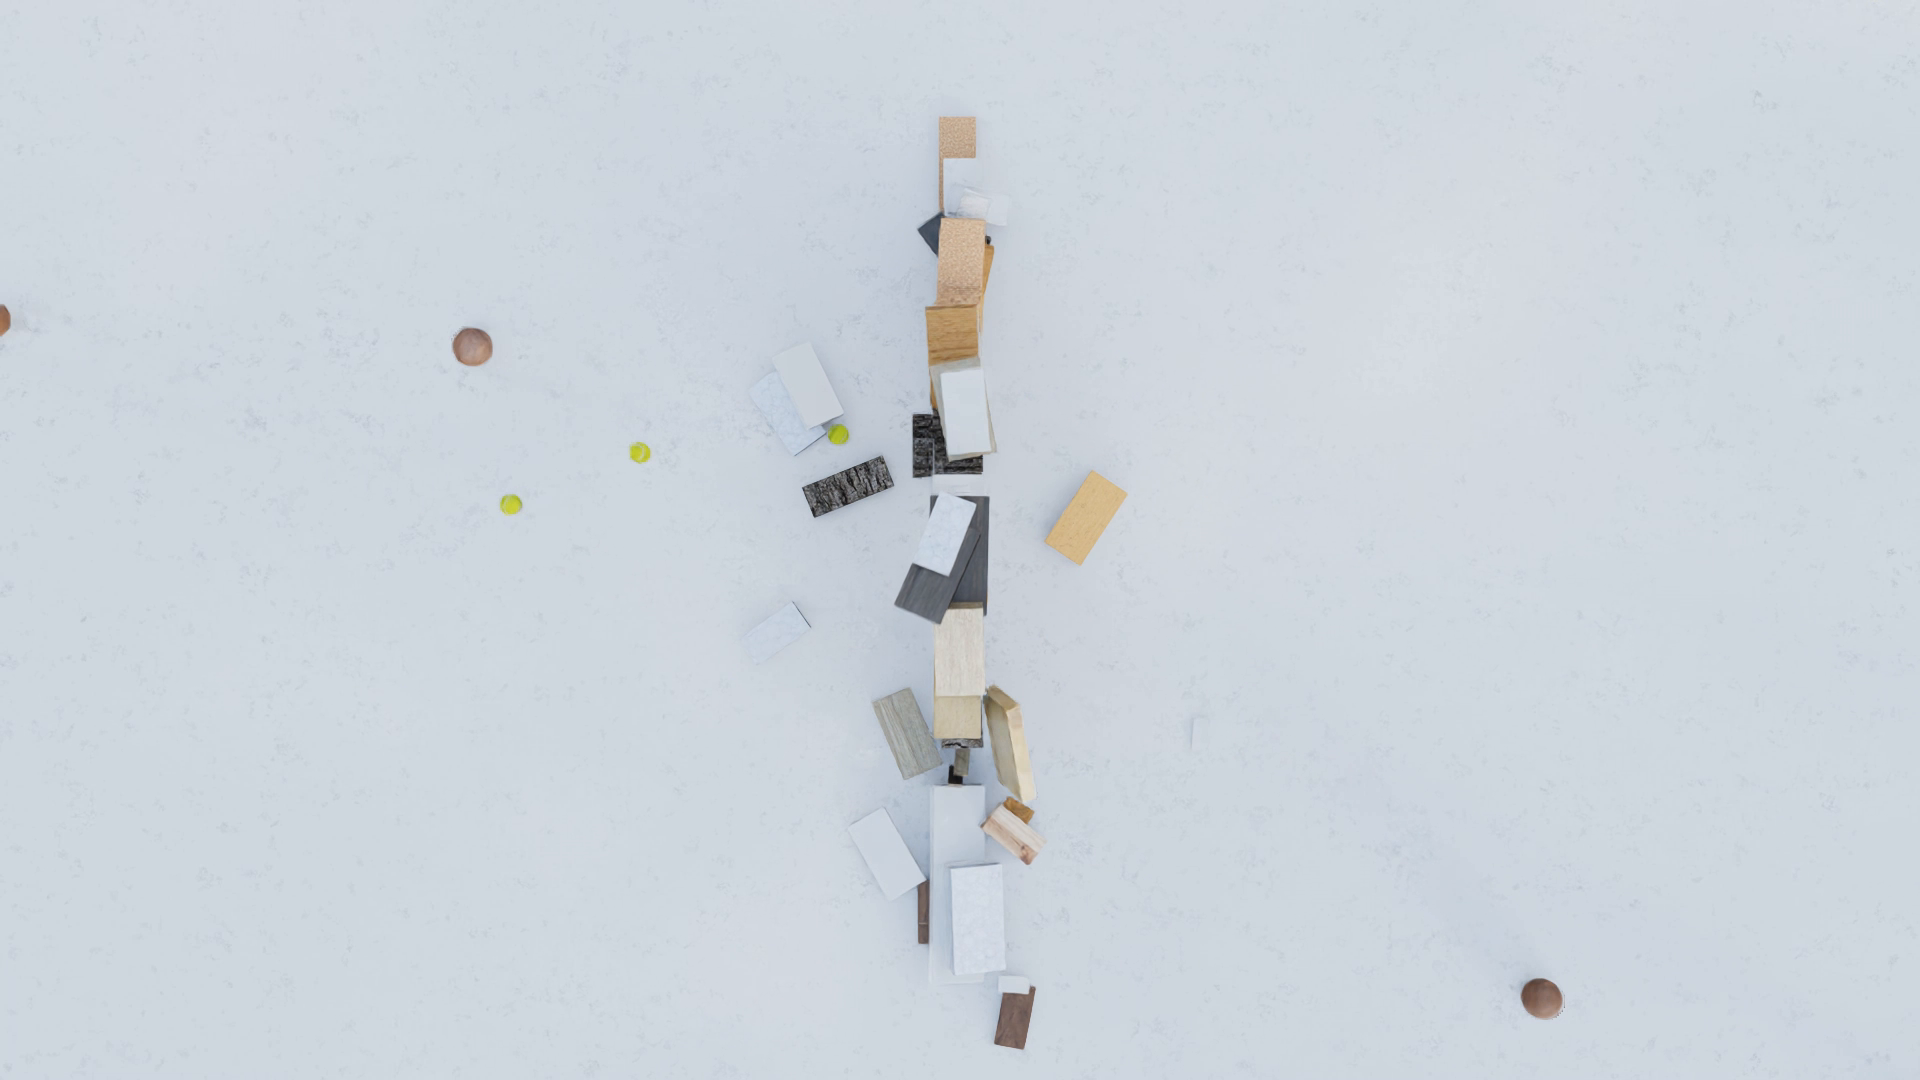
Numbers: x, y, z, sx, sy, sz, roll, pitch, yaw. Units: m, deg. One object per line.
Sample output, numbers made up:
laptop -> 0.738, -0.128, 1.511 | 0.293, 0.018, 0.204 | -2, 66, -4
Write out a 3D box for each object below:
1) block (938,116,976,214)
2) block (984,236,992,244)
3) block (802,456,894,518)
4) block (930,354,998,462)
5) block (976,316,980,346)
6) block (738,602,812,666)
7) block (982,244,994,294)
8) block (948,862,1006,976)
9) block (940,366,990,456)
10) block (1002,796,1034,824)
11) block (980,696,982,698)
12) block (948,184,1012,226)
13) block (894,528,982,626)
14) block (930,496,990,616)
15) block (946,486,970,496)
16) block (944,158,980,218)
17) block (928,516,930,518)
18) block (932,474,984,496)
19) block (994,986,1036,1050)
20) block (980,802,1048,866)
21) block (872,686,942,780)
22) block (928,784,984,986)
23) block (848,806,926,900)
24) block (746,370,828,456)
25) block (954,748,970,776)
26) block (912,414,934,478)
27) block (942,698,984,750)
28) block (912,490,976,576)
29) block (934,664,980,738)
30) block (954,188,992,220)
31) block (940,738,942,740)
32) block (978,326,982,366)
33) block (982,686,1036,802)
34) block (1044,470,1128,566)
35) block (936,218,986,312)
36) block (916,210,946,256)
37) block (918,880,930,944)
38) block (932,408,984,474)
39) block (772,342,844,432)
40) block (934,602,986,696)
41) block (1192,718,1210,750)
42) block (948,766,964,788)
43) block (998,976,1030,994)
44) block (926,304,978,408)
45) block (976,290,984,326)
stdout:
block -> -0.008, -1.117, 5.483 | 0.122, 0.035, 0.574 | 0, 90, 0
block -> 0.019, -0.885, 5.412 | 0.122, 0.035, 0.245 | 9, 118, -4
block -> -0.371, -0.177, 5.485 | 0.288, 0.031, 0.109 | -22, 90, 0
block -> 0.011, -0.420, 5.247 | 0.159, 0.045, 0.319 | -11, 110, 1
block -> -0.007, -0.594, 5.328 | 0.132, 0.037, 0.265 | 2, 113, -2
block -> -0.615, 0.311, 5.485 | 0.218, 0.031, 0.109 | -35, 90, 0
block -> 0.013, -0.834, 5.396 | 0.144, 0.041, 0.288 | 11, 118, -5
block -> 0.054, 1.242, 5.420 | 0.174, 0.049, 0.347 | -2, 91, -16
block -> 0.017, -0.408, 5.207 | 0.134, 0.038, 0.267 | -6, 110, -1
block -> 0.192, 0.900, 5.493 | 0.103, 0.015, 0.051 | 31, 90, 0
block -> -0.004, 0.451, 5.062 | 0.136, 0.272, 0.039 | 0, 90, 0
block -> 0.064, -1.102, 5.417 | 0.194, 0.027, 0.097 | 12, 90, -2
block -> -0.064, 0.084, 4.685 | 0.144, 0.041, 0.287 | 23, 81, 6
block -> -0.004, 0.044, 4.761 | 0.172, 0.049, 0.344 | 1, 90, 0
block -> -0.005, -0.122, 5.062 | 0.071, 0.142, 0.020 | -4, 118, 0
block -> 0.007, -1.134, 5.448 | 0.122, 0.035, 0.245 | 0, 90, 0
block -> -0.003, -0.054, 4.957 | 0.172, 0.344, 0.049 | -4, 92, 0
block -> -0.004, -0.041, 5.152 | 0.162, 0.046, 0.324 | 0, 90, 0
block -> 0.182, 1.582, 5.485 | 0.103, 0.029, 0.206 | 11, 90, 0
block -> 0.178, 0.975, 5.460 | 0.206, 0.029, 0.103 | 40, 82, -11
block -> -0.175, 0.642, 5.480 | 0.139, 0.039, 0.278 | -23, 90, 0
block -> -0.010, 1.135, 5.452 | 0.174, 0.049, 0.649 | 0, 90, -16
block -> -0.242, 1.039, 5.465 | 0.139, 0.039, 0.278 | -31, 84, 0
block -> -0.575, -0.425, 5.481 | 0.134, 0.038, 0.267 | -36, 90, 0
block -> 0.006, 0.736, 5.468 | 0.049, 0.014, 0.097 | 5, 57, 0
block -> -0.124, -0.314, 5.490 | 0.071, 0.020, 0.210 | 0, 90, 0
block -> 0.003, 0.524, 5.217 | 0.132, 0.037, 0.265 | -2, 90, 0
block -> -0.044, -0.018, 4.668 | 0.109, 0.031, 0.218 | 21, 80, 5
block -> -0.008, 0.443, 4.868 | 0.139, 0.039, 0.278 | 0, 90, 0
block -> 0.027, -1.041, 5.395 | 0.097, 0.027, 0.194 | 20, 118, -8
block -> 0.004, 0.616, 5.368 | 0.132, 0.265, 0.037 | 0, 90, 0
block -> 0.009, -0.569, 5.427 | 0.132, 0.037, 0.265 | -2, 114, 2
block -> 0.157, 0.660, 5.347 | 0.049, 0.174, 0.347 | -20, 116, -21
block -> 0.418, -0.073, 5.480 | 0.144, 0.041, 0.287 | 34, 90, 0
block -> 0.001, -0.885, 5.301 | 0.144, 0.041, 0.288 | 3, 102, -4
block -> -0.045, -0.971, 5.404 | 0.097, 0.027, 0.194 | -32, 112, 16
block -> -0.088, 1.236, 5.485 | 0.103, 0.029, 0.206 | 0, 90, 0
block -> -0.008, -0.366, 5.388 | 0.159, 0.045, 0.345 | -2, 118, -1
block -> -0.503, -0.509, 5.455 | 0.134, 0.038, 0.267 | -25, 87, -17
block -> -0.002, 0.316, 4.765 | 0.144, 0.041, 0.287 | -2, 116, 1
block -> 0.800, 0.645, 5.493 | 0.051, 0.015, 0.103 | 4, 90, 0
block -> -0.014, 0.782, 5.455 | 0.049, 0.097, 0.014 | 5, 120, 0
block -> 0.179, 1.473, 5.464 | 0.103, 0.015, 0.051 | 5, 78, -1
block -> -0.021, -0.582, 5.234 | 0.159, 0.045, 0.319 | -4, 111, -1
block -> 0.002, -0.676, 5.423 | 0.144, 0.041, 0.288 | 2, 114, 0
